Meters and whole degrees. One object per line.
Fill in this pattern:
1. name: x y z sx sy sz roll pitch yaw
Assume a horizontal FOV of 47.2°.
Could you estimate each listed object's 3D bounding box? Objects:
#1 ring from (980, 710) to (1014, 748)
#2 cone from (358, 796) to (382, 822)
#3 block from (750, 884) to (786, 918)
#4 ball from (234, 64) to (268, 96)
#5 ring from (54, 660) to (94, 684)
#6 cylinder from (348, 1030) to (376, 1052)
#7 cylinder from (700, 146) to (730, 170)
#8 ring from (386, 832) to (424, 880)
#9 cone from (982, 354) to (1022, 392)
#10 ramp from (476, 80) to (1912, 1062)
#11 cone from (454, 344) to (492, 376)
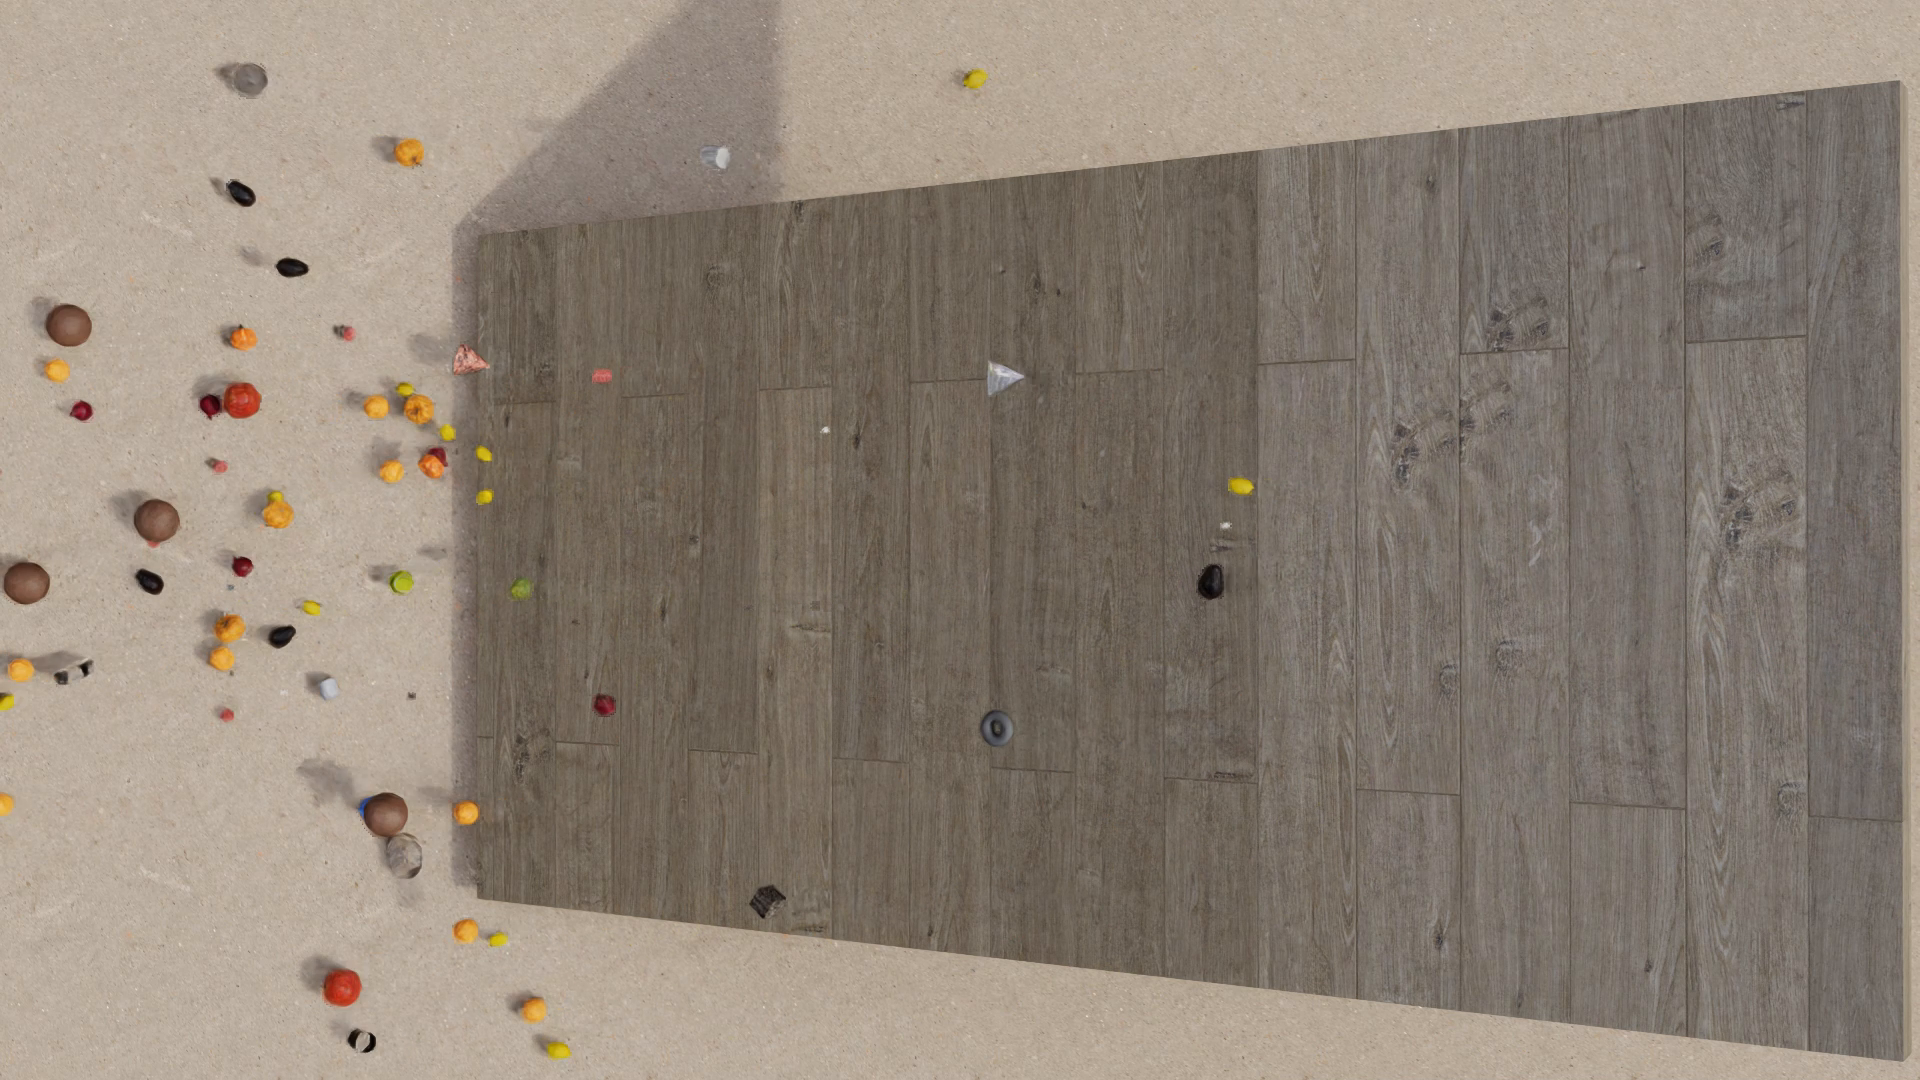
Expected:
1. ring: 0.095 0.482 5.620 0.094 0.031 0.094 1 91 33
2. cone: -1.802 0.816 6.660 0.077 0.077 0.077 -2 83 15
3. block: -0.524 0.986 5.993 0.060 0.060 0.060 42 111 26
4. ball: -2.152 -1.397 6.677 0.099 0.099 0.099 0 89 0
5. ring: -2.675 0.399 6.643 0.123 0.123 0.041 -19 106 0
6. cylinder: -1.803 1.512 6.635 0.060 0.060 0.060 3 89 42
7. cylinder: -0.696 -1.085 6.241 0.060 0.060 0.060 11 89 30
8. ring: -1.680 0.955 6.654 0.143 0.048 0.143 3 95 37
9. cone: 0.122 -0.416 5.604 0.095 0.095 0.095 15 89 27
10. ramp: 0.259 0.071 5.597 4.000 0.100 2.000 0 89 33
11. cone: -1.455 -0.531 6.609 0.099 0.099 0.099 14 90 5
